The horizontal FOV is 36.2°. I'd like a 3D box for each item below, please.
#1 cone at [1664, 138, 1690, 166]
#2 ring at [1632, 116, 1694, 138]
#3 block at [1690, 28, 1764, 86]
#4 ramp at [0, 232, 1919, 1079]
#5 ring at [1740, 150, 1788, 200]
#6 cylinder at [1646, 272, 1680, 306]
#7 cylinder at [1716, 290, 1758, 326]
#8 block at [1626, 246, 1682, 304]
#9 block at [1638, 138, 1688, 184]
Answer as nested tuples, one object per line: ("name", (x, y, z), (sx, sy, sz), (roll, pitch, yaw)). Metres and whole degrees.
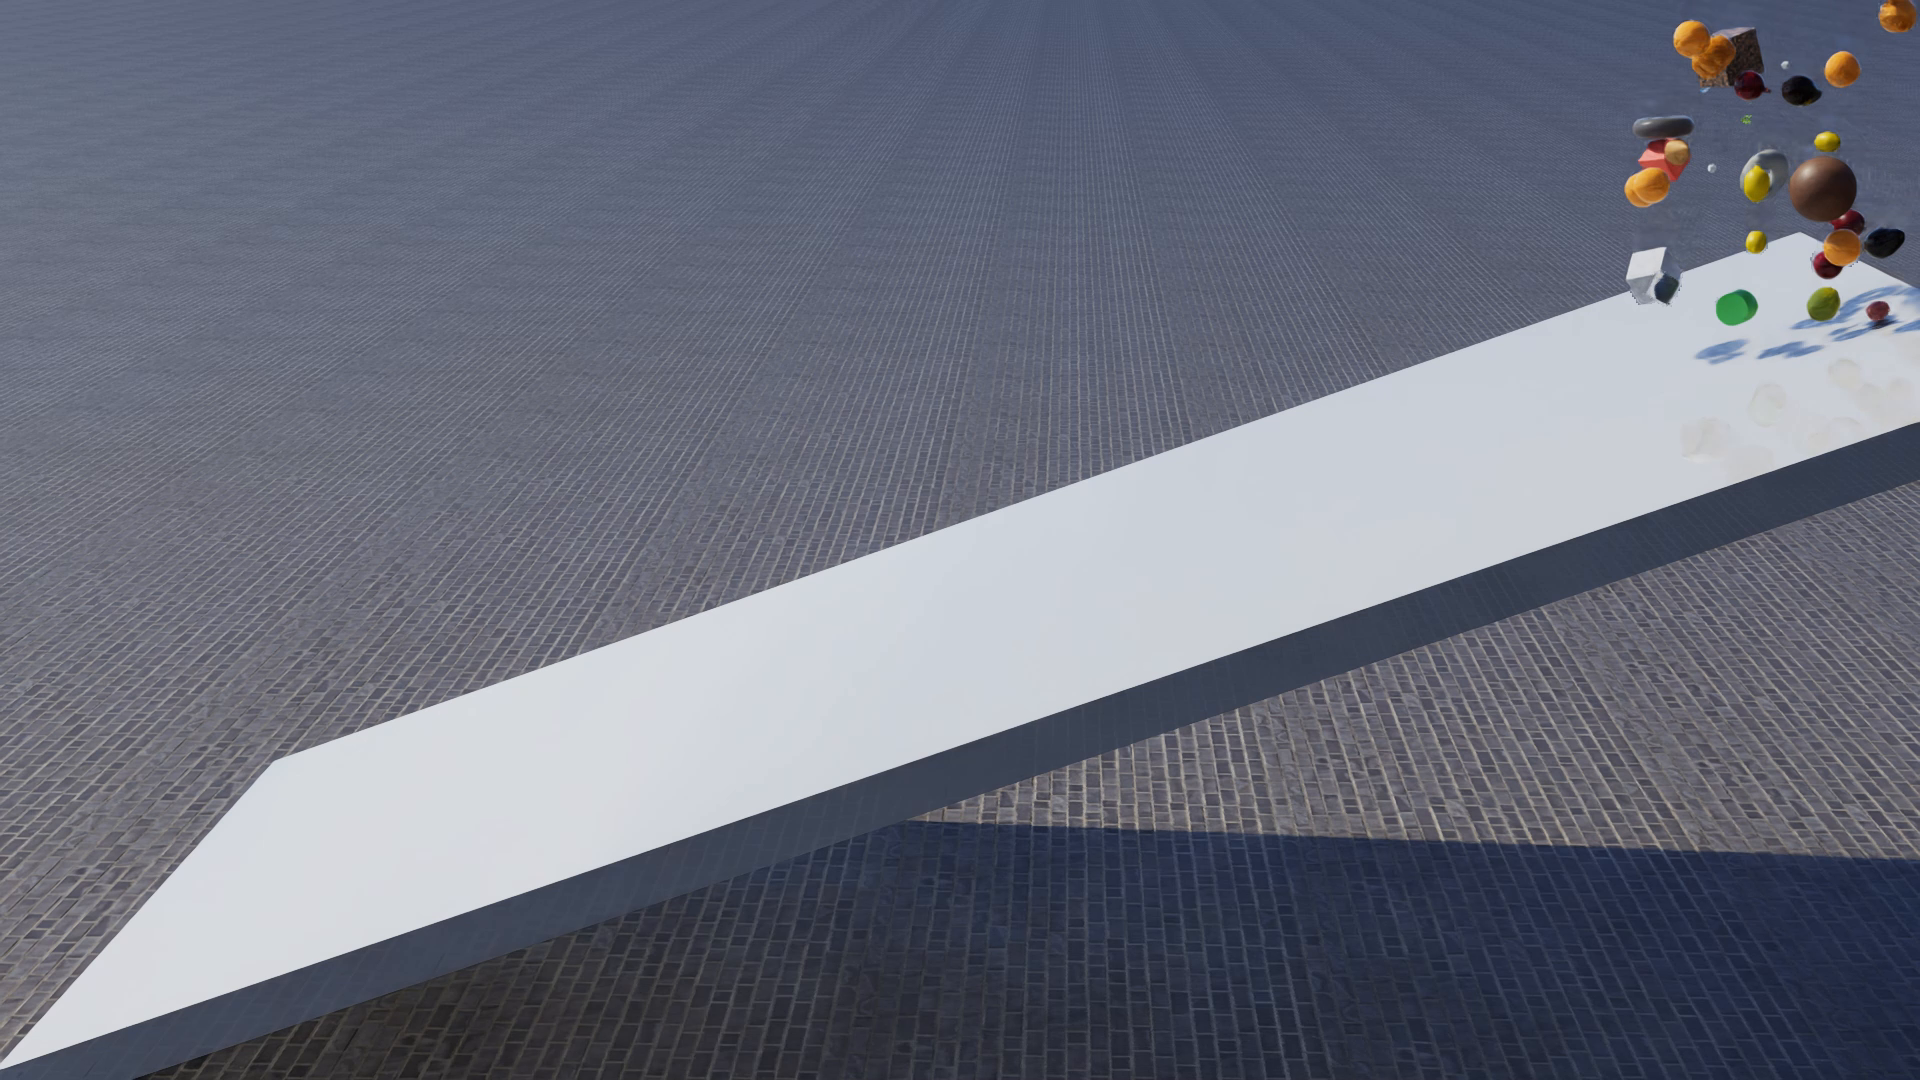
("cone", (1.492, -0.806, 6.072), (0.056, 0.056, 0.056), (-2, -2, -8))
("ring", (1.472, -0.864, 6.156), (0.126, 0.042, 0.126), (-3, 9, 1))
("block", (1.593, -1.002, 6.105), (0.094, 0.094, 0.094), (-24, 17, -20))
("ramp", (0.113, 0.178, 6.299), (4.000, 0.100, 2.000), (-19, 11, 6))
("ring", (1.692, -0.766, 6.186), (0.115, 0.115, 0.038), (-6, 33, -26))
("cylinder", (1.458, -0.522, 6.097), (0.054, 0.054, 0.054), (26, 7, -4))
("cylinder", (1.584, -0.474, 5.996), (0.066, 0.066, 0.066), (8, 15, 31))
("block", (1.460, -0.557, 6.191), (0.077, 0.077, 0.077), (-9, 47, 39))
("block", (1.472, -0.793, 6.154), (0.062, 0.062, 0.062), (2, 50, 49))
